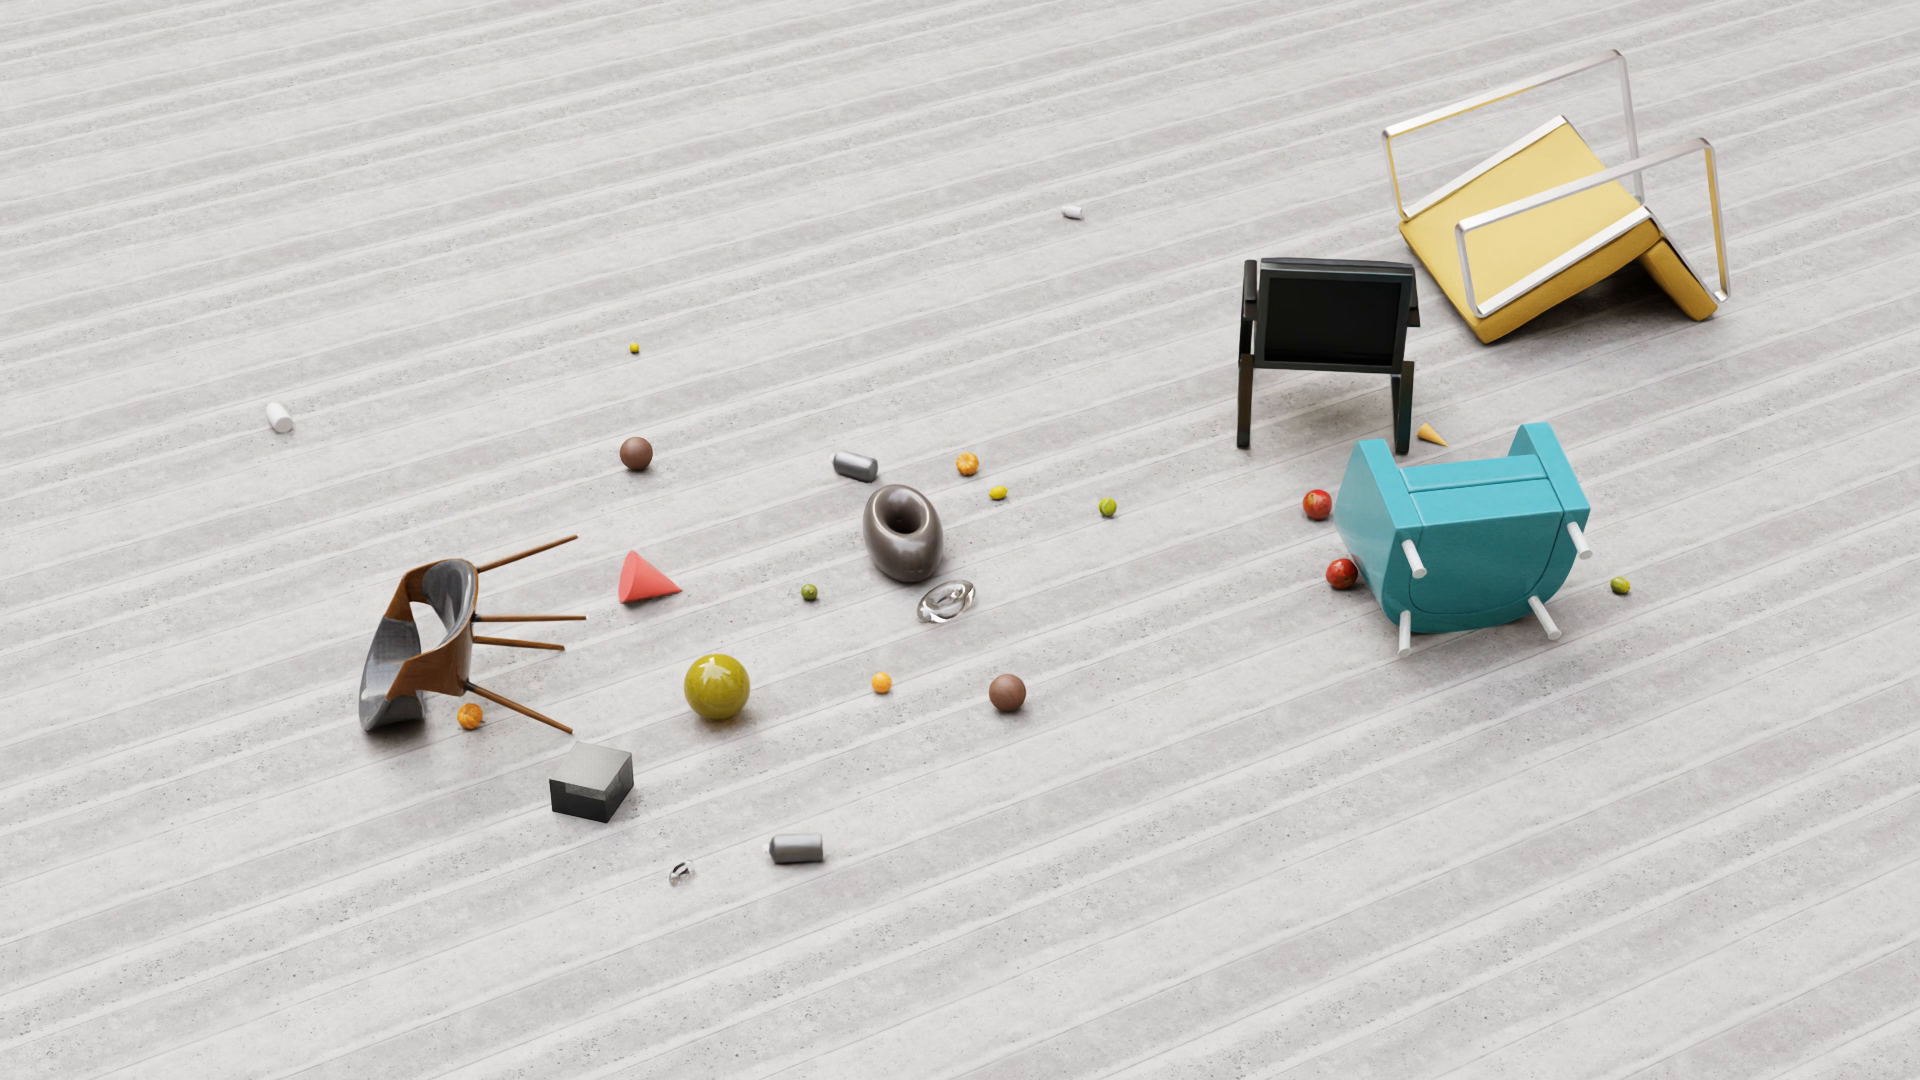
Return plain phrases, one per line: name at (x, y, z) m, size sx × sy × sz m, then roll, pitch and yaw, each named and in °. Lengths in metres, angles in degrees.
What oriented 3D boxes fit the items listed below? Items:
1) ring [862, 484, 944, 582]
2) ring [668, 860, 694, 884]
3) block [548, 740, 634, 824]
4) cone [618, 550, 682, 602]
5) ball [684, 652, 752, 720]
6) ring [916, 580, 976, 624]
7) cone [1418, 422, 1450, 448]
ring at (-0.211, -0.028, 10.827) m, size 0.291 × 0.178 × 0.535 m, roll -8°, pitch 33°, yaw -8°
ring at (-0.885, 1.055, 9.309) m, size 0.049 × 0.039 × 0.113 m, roll 19°, pitch 39°, yaw 29°
block at (-1.207, 0.794, 9.617) m, size 0.197 × 0.135 × 0.215 m, roll 11°, pitch 35°, yaw 16°
cone at (-1.104, 0.156, 10.630) m, size 0.217 × 0.184 × 0.229 m, roll 15°, pitch 19°, yaw -20°
ball at (-0.827, 0.499, 9.978) m, size 0.230 × 0.230 × 0.230 m, roll 0°, pitch 33°, yaw 0°
ring at (-0.049, 0.221, 10.558) m, size 0.158 × 0.057 × 0.284 m, roll 23°, pitch 40°, yaw 32°
cone at (1.870, -0.398, 11.519) m, size 0.134 × 0.067 × 0.065 m, roll 35°, pitch 25°, yaw 22°
